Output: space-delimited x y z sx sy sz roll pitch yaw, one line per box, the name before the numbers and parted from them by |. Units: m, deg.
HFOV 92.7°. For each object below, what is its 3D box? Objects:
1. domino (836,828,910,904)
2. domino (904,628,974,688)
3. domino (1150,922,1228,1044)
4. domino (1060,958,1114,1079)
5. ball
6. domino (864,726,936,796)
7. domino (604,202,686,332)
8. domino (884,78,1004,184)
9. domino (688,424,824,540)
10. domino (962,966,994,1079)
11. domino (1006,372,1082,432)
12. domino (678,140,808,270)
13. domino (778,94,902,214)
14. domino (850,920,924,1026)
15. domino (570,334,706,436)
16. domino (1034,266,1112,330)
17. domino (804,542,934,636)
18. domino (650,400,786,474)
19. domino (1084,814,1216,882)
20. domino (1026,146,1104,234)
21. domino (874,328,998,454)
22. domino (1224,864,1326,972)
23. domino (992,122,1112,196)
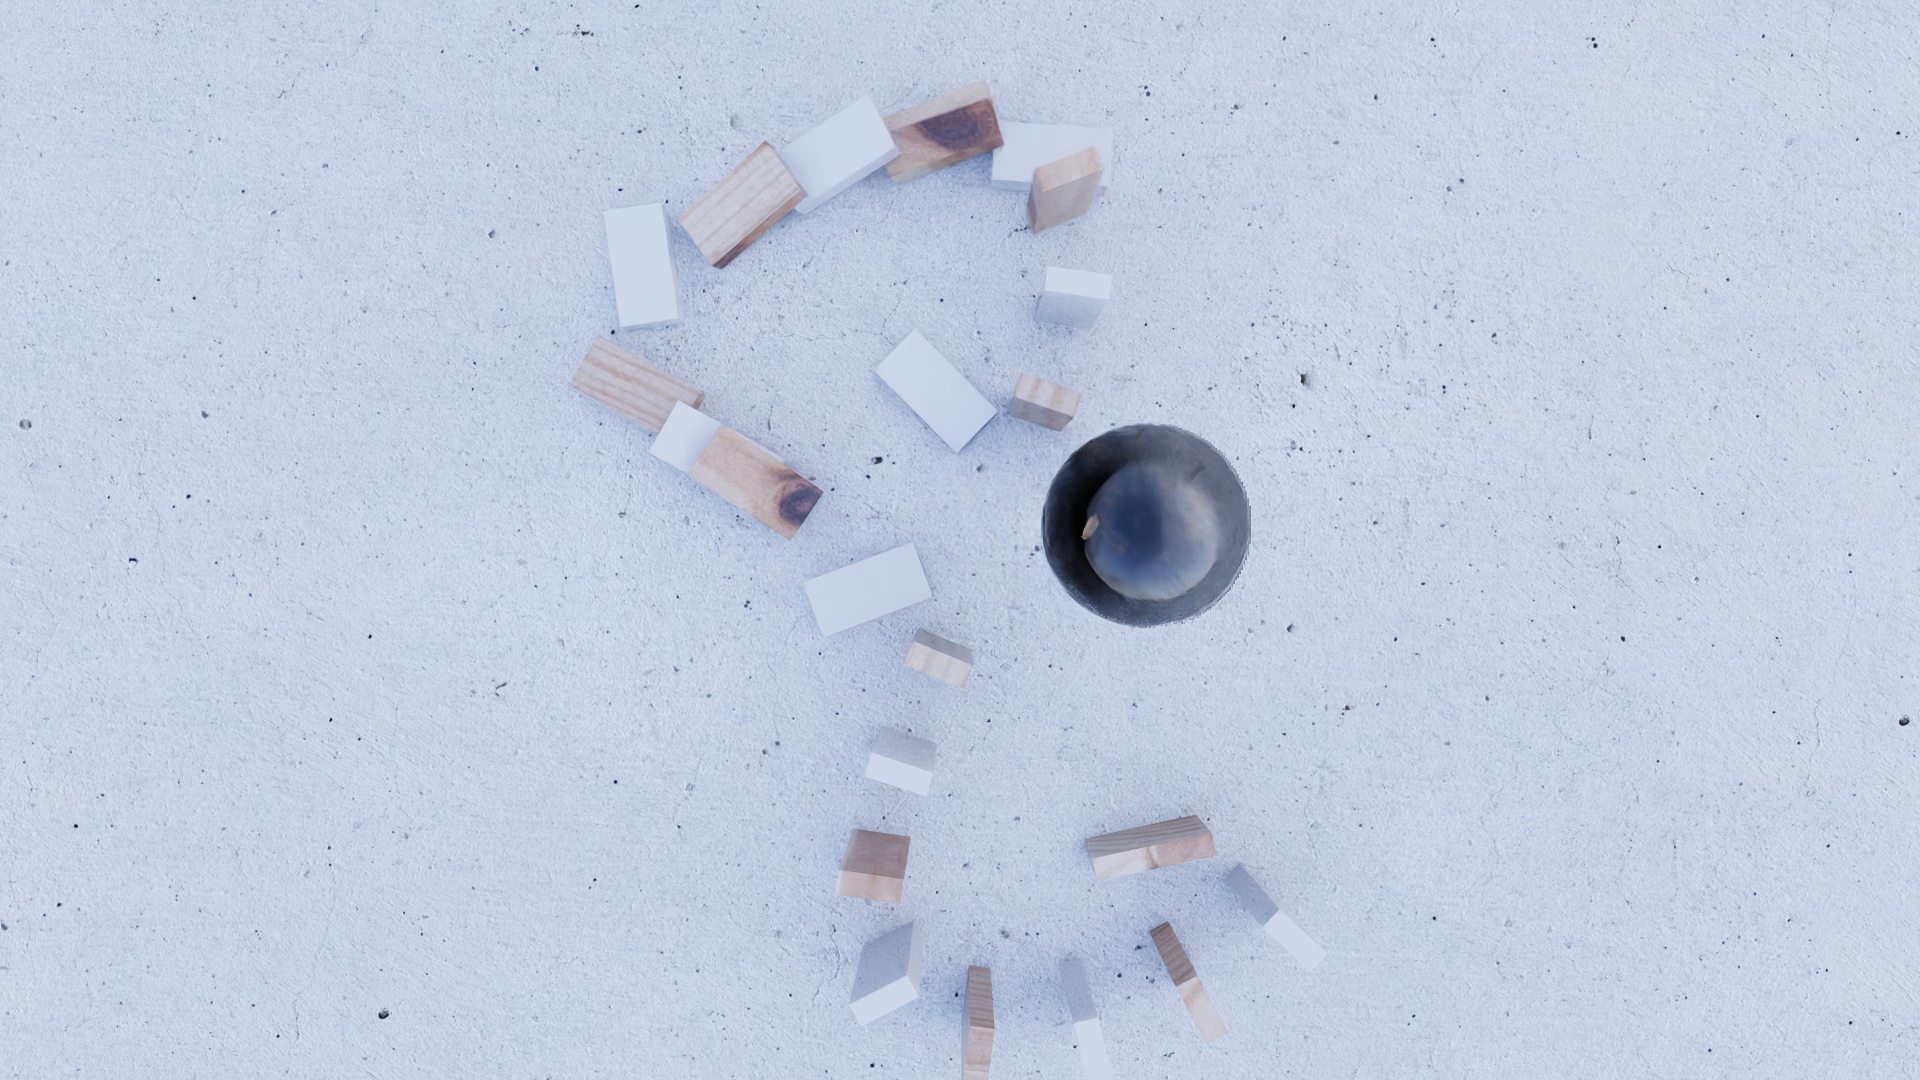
domino | -0.035 0.133 0.375 0.025 0.050 0.010 8 90 0
domino | -0.008 0.048 0.375 0.025 0.050 0.009 22 90 0
domino | 0.093 0.180 0.375 0.010 0.050 0.025 -28 90 0
domino | 0.051 0.196 0.375 0.010 0.050 0.025 -14 90 0
ball | 0.072 -0.006 0.360 0.080 0.080 0.080 0 90 0
domino | -0.023 0.090 0.375 0.025 0.050 0.009 18 90 0
domino | -0.136 -0.117 0.395 0.025 0.009 0.050 -8 90 0
domino | -0.009 -0.173 0.390 0.050 0.009 0.025 -15 90 12
domino | -0.085 -0.024 0.385 0.050 0.009 0.025 34 89 -12
domino | 0.007 0.199 0.375 0.009 0.050 0.025 8 90 0
domino | 0.033 -0.056 0.375 0.025 0.050 0.010 19 90 0
domino | -0.092 -0.142 0.390 0.050 0.010 0.025 -36 90 13
domino | -0.053 -0.164 0.390 0.050 0.010 0.025 -27 90 13
domino | -0.029 0.176 0.375 0.025 0.050 0.009 -27 90 0
domino | -0.139 -0.065 0.395 0.050 0.010 0.025 30 90 0
domino | 0.045 -0.098 0.375 0.025 0.050 0.009 8 90 0
domino | -0.039 0.021 0.395 0.050 0.009 0.025 -20 90 0
domino | -0.103 -0.036 0.390 0.050 0.009 0.025 29 90 -12
domino | 0.080 0.130 0.388 0.050 0.025 0.010 -12 90 0
domino | 0.042 -0.142 0.375 0.025 0.050 0.010 -21 90 0
domino | -0.010 -0.064 0.395 0.050 0.010 0.025 45 90 0
domino | 0.128 0.153 0.375 0.025 0.050 0.010 43 90 0
domino | 0.039 -0.165 0.395 0.050 0.009 0.025 4 90 0
